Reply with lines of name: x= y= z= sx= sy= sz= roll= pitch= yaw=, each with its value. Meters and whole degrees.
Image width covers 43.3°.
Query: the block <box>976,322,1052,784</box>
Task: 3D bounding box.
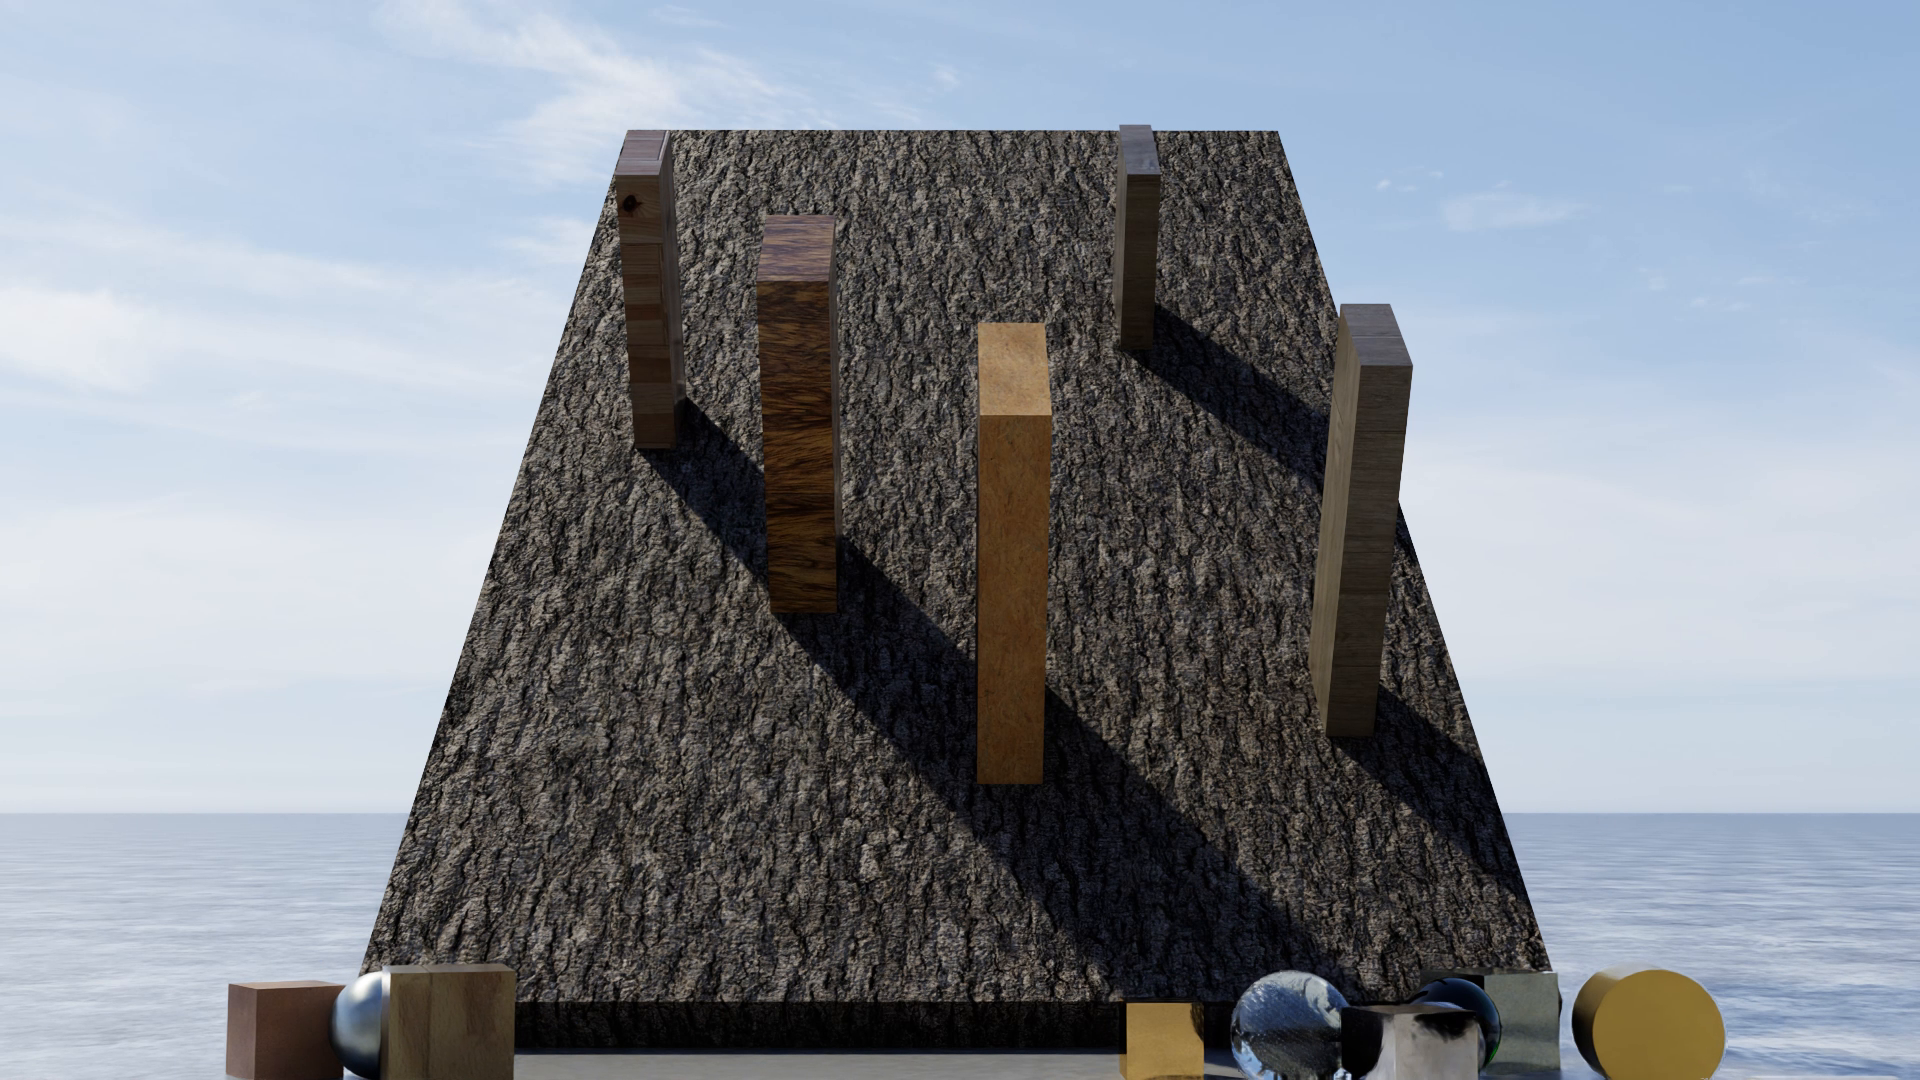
block: x=0.093 y=0.028 z=4.478 sx=0.122 sy=0.774 sz=0.367 roll=0 pitch=30 yaw=0

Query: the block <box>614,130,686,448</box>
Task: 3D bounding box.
block: x=-0.711 y=-0.576 z=5.598 sx=0.095 sy=0.680 sz=0.270 roll=0 pitch=30 yaw=0

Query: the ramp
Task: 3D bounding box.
ramp: x=-0.013 y=-0.207 z=5.743 sx=2.000 sy=0.100 sz=4.000 roll=0 pitch=30 yaw=0

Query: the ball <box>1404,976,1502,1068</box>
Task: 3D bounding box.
ball: x=0.726 y=0.722 z=3.585 sx=0.149 sy=0.149 sz=0.149 roll=0 pitch=-6 yaw=0

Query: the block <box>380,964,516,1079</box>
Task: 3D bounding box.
block: x=-0.728 y=0.694 z=3.434 sx=0.171 sy=0.171 sz=0.171 roll=2 pitch=-7 yaw=-17

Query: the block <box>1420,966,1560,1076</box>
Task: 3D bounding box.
block: x=0.815 y=0.738 z=3.726 sx=0.147 sy=0.147 sz=0.147 roll=4 pitch=-7 yaw=-29

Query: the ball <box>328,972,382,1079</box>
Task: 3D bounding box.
ball: x=-0.851 y=0.715 z=3.567 sx=0.158 sy=0.158 sz=0.158 roll=0 pitch=-6 yaw=0

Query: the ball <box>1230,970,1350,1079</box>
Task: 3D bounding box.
ball: x=0.461 y=0.683 z=3.351 sx=0.175 sy=0.175 sz=0.175 roll=0 pitch=-6 yaw=0

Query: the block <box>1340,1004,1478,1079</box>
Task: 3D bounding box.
block: x=0.602 y=0.694 z=3.245 sx=0.129 sy=0.129 sz=0.129 roll=3 pitch=-7 yaw=-24

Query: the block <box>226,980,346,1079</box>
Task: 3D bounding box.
block: x=-1.010 y=0.734 z=3.627 sx=0.134 sy=0.134 sz=0.134 roll=4 pitch=-8 yaw=-34

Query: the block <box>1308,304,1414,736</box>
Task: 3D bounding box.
block: x=0.748 y=-0.030 z=4.563 sx=0.092 sy=0.793 sz=0.258 roll=0 pitch=30 yaw=0

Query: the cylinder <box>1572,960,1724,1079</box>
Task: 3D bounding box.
cylinder: x=0.964 y=0.688 z=3.404 sx=0.178 sy=0.178 sz=0.178 roll=-1 pitch=-5 yaw=6

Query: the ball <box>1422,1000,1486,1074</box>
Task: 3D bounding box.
ball: x=0.671 y=0.711 z=3.392 sx=0.129 sy=0.129 sz=0.129 roll=0 pitch=-6 yaw=0

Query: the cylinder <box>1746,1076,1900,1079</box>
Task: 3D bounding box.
cylinder: x=0.845 y=0.592 z=2.359 sx=0.138 sy=0.138 sz=0.138 roll=0 pitch=-6 yaw=-4

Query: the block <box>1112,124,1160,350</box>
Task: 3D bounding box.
block: x=0.446 y=-0.770 z=6.144 sx=0.081 sy=0.471 sz=0.339 roll=0 pitch=30 yaw=0

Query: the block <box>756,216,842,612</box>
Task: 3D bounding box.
block: x=-0.324 y=-0.256 z=4.983 sx=0.139 sy=0.751 sz=0.325 roll=0 pitch=30 yaw=0

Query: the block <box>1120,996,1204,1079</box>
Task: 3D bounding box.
block: x=0.299 y=0.743 z=3.608 sx=0.113 sy=0.113 sz=0.113 roll=0 pitch=-6 yaw=-2
